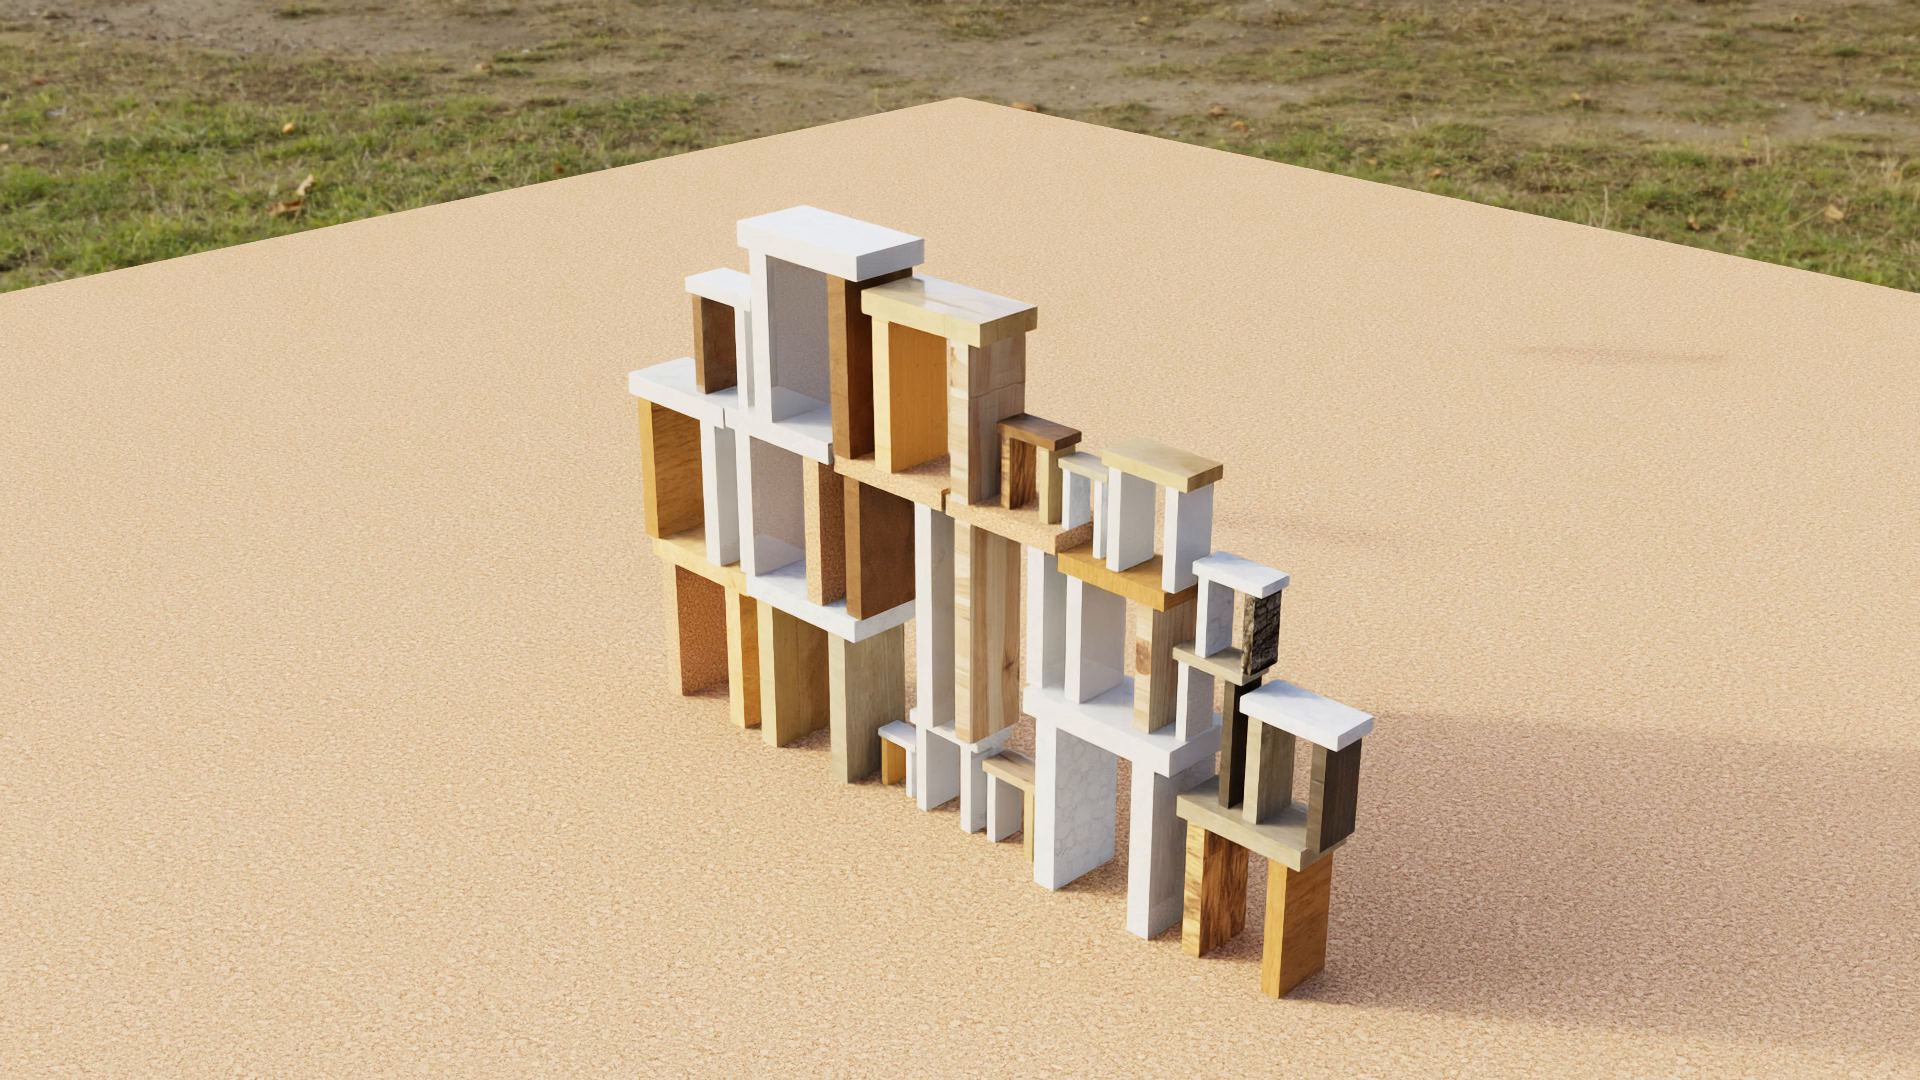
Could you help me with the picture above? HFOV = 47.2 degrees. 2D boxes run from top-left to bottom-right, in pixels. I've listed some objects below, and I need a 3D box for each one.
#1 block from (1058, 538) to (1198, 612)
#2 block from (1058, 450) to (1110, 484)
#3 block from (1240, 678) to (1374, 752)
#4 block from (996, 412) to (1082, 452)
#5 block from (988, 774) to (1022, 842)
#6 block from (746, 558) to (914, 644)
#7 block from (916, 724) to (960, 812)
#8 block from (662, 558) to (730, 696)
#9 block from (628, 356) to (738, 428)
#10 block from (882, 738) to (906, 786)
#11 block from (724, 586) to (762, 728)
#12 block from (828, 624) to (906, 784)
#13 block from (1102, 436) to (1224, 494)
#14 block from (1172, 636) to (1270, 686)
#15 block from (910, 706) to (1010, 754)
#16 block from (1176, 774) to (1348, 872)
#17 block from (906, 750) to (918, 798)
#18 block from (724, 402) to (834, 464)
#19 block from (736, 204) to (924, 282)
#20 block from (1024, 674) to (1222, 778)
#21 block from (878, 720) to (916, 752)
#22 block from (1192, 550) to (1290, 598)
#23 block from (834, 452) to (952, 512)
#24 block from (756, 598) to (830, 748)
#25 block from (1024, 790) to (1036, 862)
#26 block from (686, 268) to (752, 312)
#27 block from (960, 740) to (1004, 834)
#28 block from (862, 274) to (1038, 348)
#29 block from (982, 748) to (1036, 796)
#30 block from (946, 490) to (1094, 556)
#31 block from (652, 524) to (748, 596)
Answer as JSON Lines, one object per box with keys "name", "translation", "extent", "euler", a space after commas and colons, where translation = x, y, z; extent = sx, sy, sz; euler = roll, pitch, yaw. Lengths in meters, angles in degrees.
{"name": "block", "translation": [0.308, 0.057, 3.915], "extent": [0.124, 0.035, 0.248], "euler": [-21, 31, -41]}
{"name": "block", "translation": [0.237, -0.130, 3.909], "extent": [0.114, 0.016, 0.057], "euler": [21, 31, 41]}
{"name": "block", "translation": [0.585, 0.294, 3.720], "extent": [0.203, 0.029, 0.101], "euler": [21, 31, 41]}
{"name": "block", "translation": [0.142, -0.196, 3.985], "extent": [0.144, 0.020, 0.072], "euler": [21, 31, 40]}
{"name": "block", "translation": [0.088, 0.517, 4.351], "extent": [0.021, 0.149, 0.075], "euler": [21, 31, 41]}
{"name": "block", "translation": [-0.271, 0.116, 4.568], "extent": [0.336, 0.048, 0.168], "euler": [21, 31, 41]}
{"name": "block", "translation": [-0.044, 0.447, 4.465], "extent": [0.027, 0.189, 0.094], "euler": [21, 31, 41]}
{"name": "block", "translation": [-0.581, 0.173, 4.937], "extent": [0.046, 0.326, 0.163], "euler": [21, 31, 41]}
{"name": "block", "translation": [-0.543, -0.316, 4.676], "extent": [0.160, 0.045, 0.320], "euler": [-21, 31, -40]}
{"name": "block", "translation": [-0.137, 0.450, 4.561], "extent": [0.015, 0.109, 0.054], "euler": [21, 31, 41]}
{"name": "block", "translation": [-0.428, 0.233, 4.795], "extent": [0.046, 0.326, 0.163], "euler": [21, 31, 41]}
{"name": "block", "translation": [-0.191, 0.323, 4.570], "extent": [0.048, 0.336, 0.168], "euler": [21, 31, 41]}
{"name": "block", "translation": [0.348, -0.131, 3.786], "extent": [0.096, 0.027, 0.192], "euler": [-21, 31, -40]}
{"name": "block", "translation": [0.453, 0.208, 3.820], "extent": [0.076, 0.022, 0.153], "euler": [-21, 31, -41]}
{"name": "block", "translation": [0.000, 0.365, 4.381], "extent": [0.189, 0.027, 0.095], "euler": [21, 31, 41]}
{"name": "block", "translation": [0.529, 0.491, 3.862], "extent": [0.271, 0.038, 0.135], "euler": [21, 31, 41]}
{"name": "block", "translation": [-0.085, 0.470, 4.514], "extent": [0.015, 0.109, 0.054], "euler": [21, 31, 41]}
{"name": "block", "translation": [-0.315, -0.233, 4.464], "extent": [0.158, 0.045, 0.316], "euler": [-21, 31, -41]}
{"name": "block", "translation": [-0.253, -0.577, 4.259], "extent": [0.175, 0.049, 0.349], "euler": [-22, 31, -40]}
{"name": "block", "translation": [0.305, 0.322, 4.034], "extent": [0.353, 0.050, 0.176], "euler": [21, 31, 41]}
{"name": "block", "translation": [-0.111, 0.403, 4.514], "extent": [0.109, 0.015, 0.054], "euler": [21, 31, 41]}
{"name": "block", "translation": [0.477, 0.057, 3.737], "extent": [0.075, 0.021, 0.149], "euler": [-21, 31, -40]}
{"name": "block", "translation": [-0.088, -0.135, 4.269], "extent": [0.151, 0.043, 0.302], "euler": [-22, 31, -40]}
{"name": "block", "translation": [-0.350, 0.261, 4.715], "extent": [0.048, 0.336, 0.168], "euler": [21, 31, 41]}
{"name": "block", "translation": [0.159, 0.545, 4.286], "extent": [0.021, 0.149, 0.075], "euler": [21, 31, 41]}
{"name": "block", "translation": [-0.456, -0.513, 4.498], "extent": [0.104, 0.029, 0.207], "euler": [-21, 31, -40]}
{"name": "block", "translation": [0.044, 0.482, 4.383], "extent": [0.027, 0.189, 0.095], "euler": [21, 31, 41]}
{"name": "block", "translation": [-0.021, -0.426, 4.063], "extent": [0.305, 0.043, 0.153], "euler": [21, 31, 40]}
{"name": "block", "translation": [0.123, 0.452, 4.285], "extent": [0.149, 0.021, 0.075], "euler": [21, 31, 41]}
{"name": "block", "translation": [0.121, -0.048, 4.079], "extent": [0.278, 0.039, 0.139], "euler": [21, 31, 40]}
{"name": "block", "translation": [-0.505, 0.032, 4.793], "extent": [0.163, 0.046, 0.326], "euler": [-21, 31, -41]}
